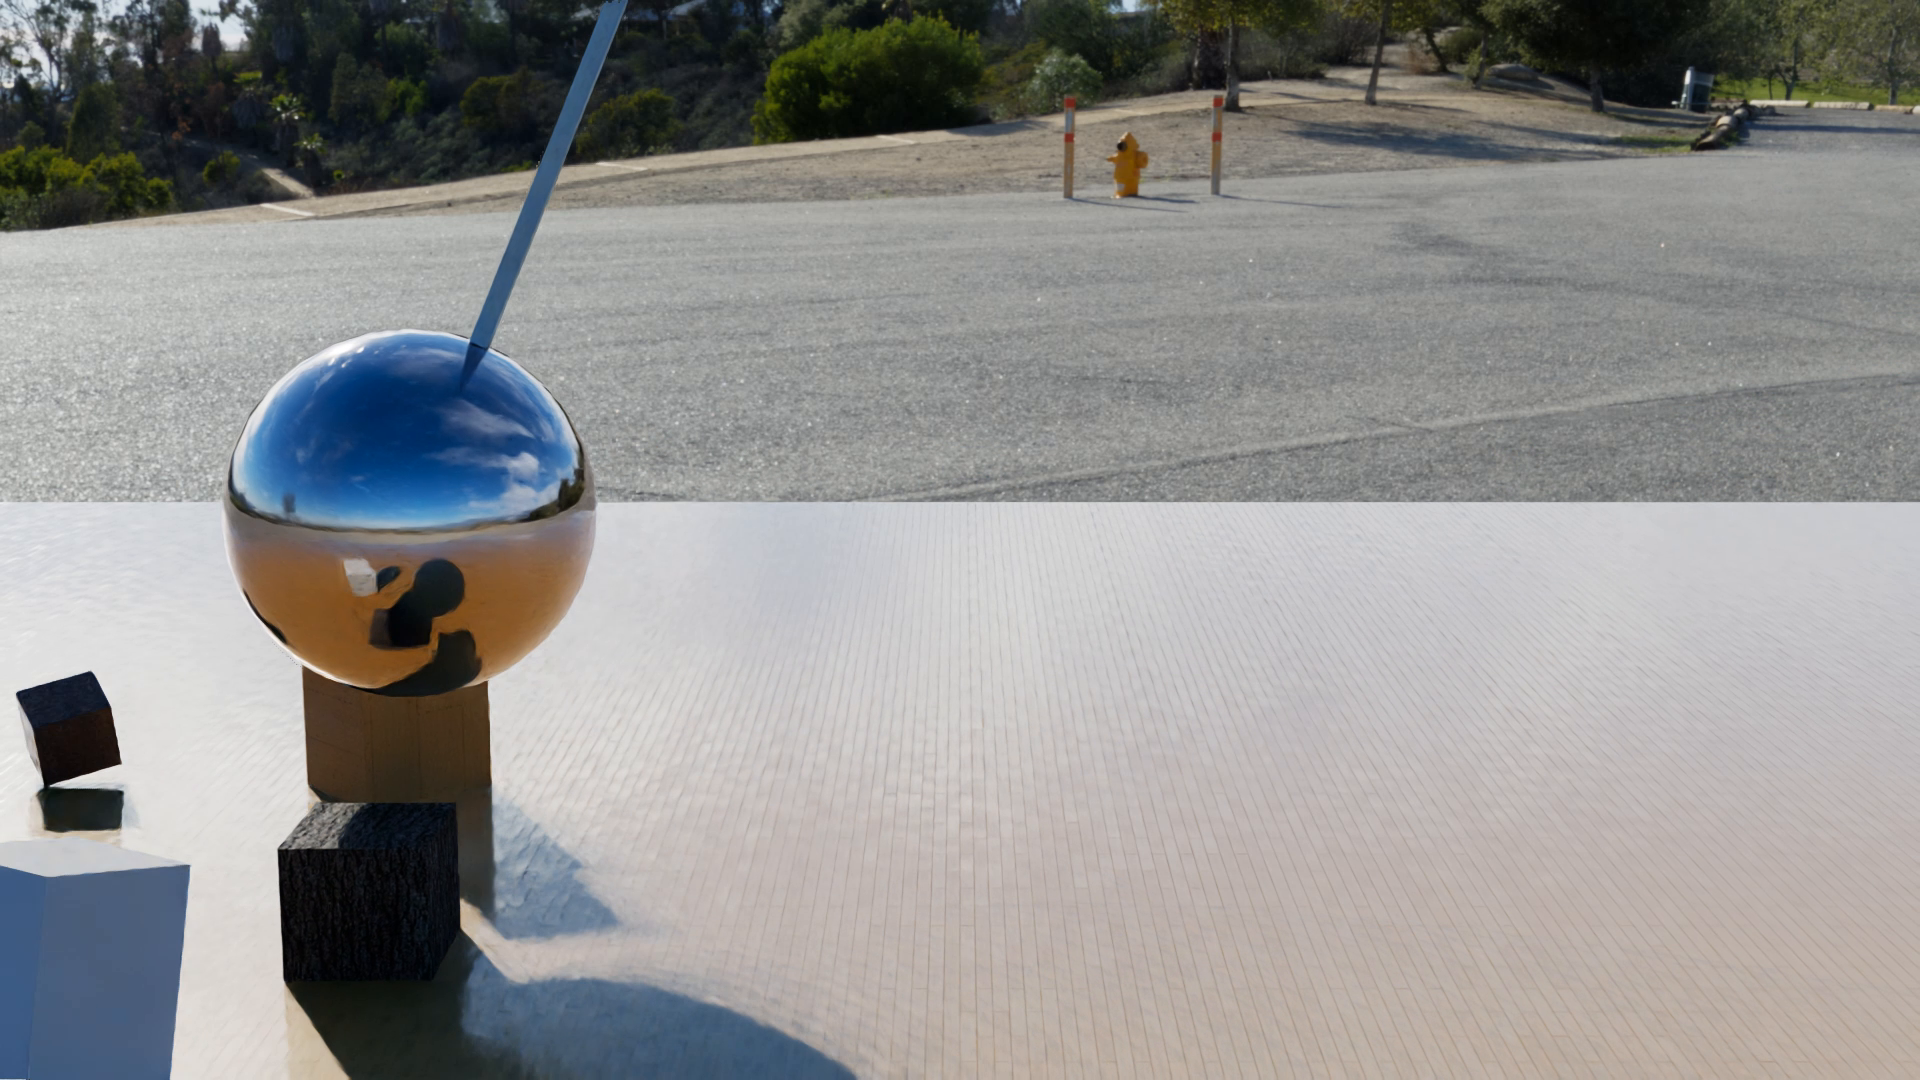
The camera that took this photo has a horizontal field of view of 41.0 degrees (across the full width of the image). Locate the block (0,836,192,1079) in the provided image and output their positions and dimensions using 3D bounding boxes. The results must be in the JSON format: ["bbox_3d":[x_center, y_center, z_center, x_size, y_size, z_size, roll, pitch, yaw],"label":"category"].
[{"bbox_3d":[-3.166,1.486,8.937,0.616,0.777,0.612,6,1,32],"label":"block"}]

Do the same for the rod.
[{"bbox_3d":[-1.033,-3.188,10.601,0.080,5.200,0.080,23,9,-4],"label":"rod"}]

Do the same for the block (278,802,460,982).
[{"bbox_3d":[-2.364,1.407,10.320,0.576,0.540,0.641,0,10,-1],"label":"block"}]

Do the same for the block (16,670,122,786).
[{"bbox_3d":[-4.482,0.947,12.899,0.384,0.365,0.341,-17,38,-26],"label":"block"}]

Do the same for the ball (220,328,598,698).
[{"bbox_3d":[-2.384,-0.118,11.159,1.600,1.600,1.600,0,10,0],"label":"ball"}]

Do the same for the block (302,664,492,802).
[{"bbox_3d":[-2.802,0.872,12.764,0.693,0.716,0.604,-9,13,-41],"label":"block"}]
